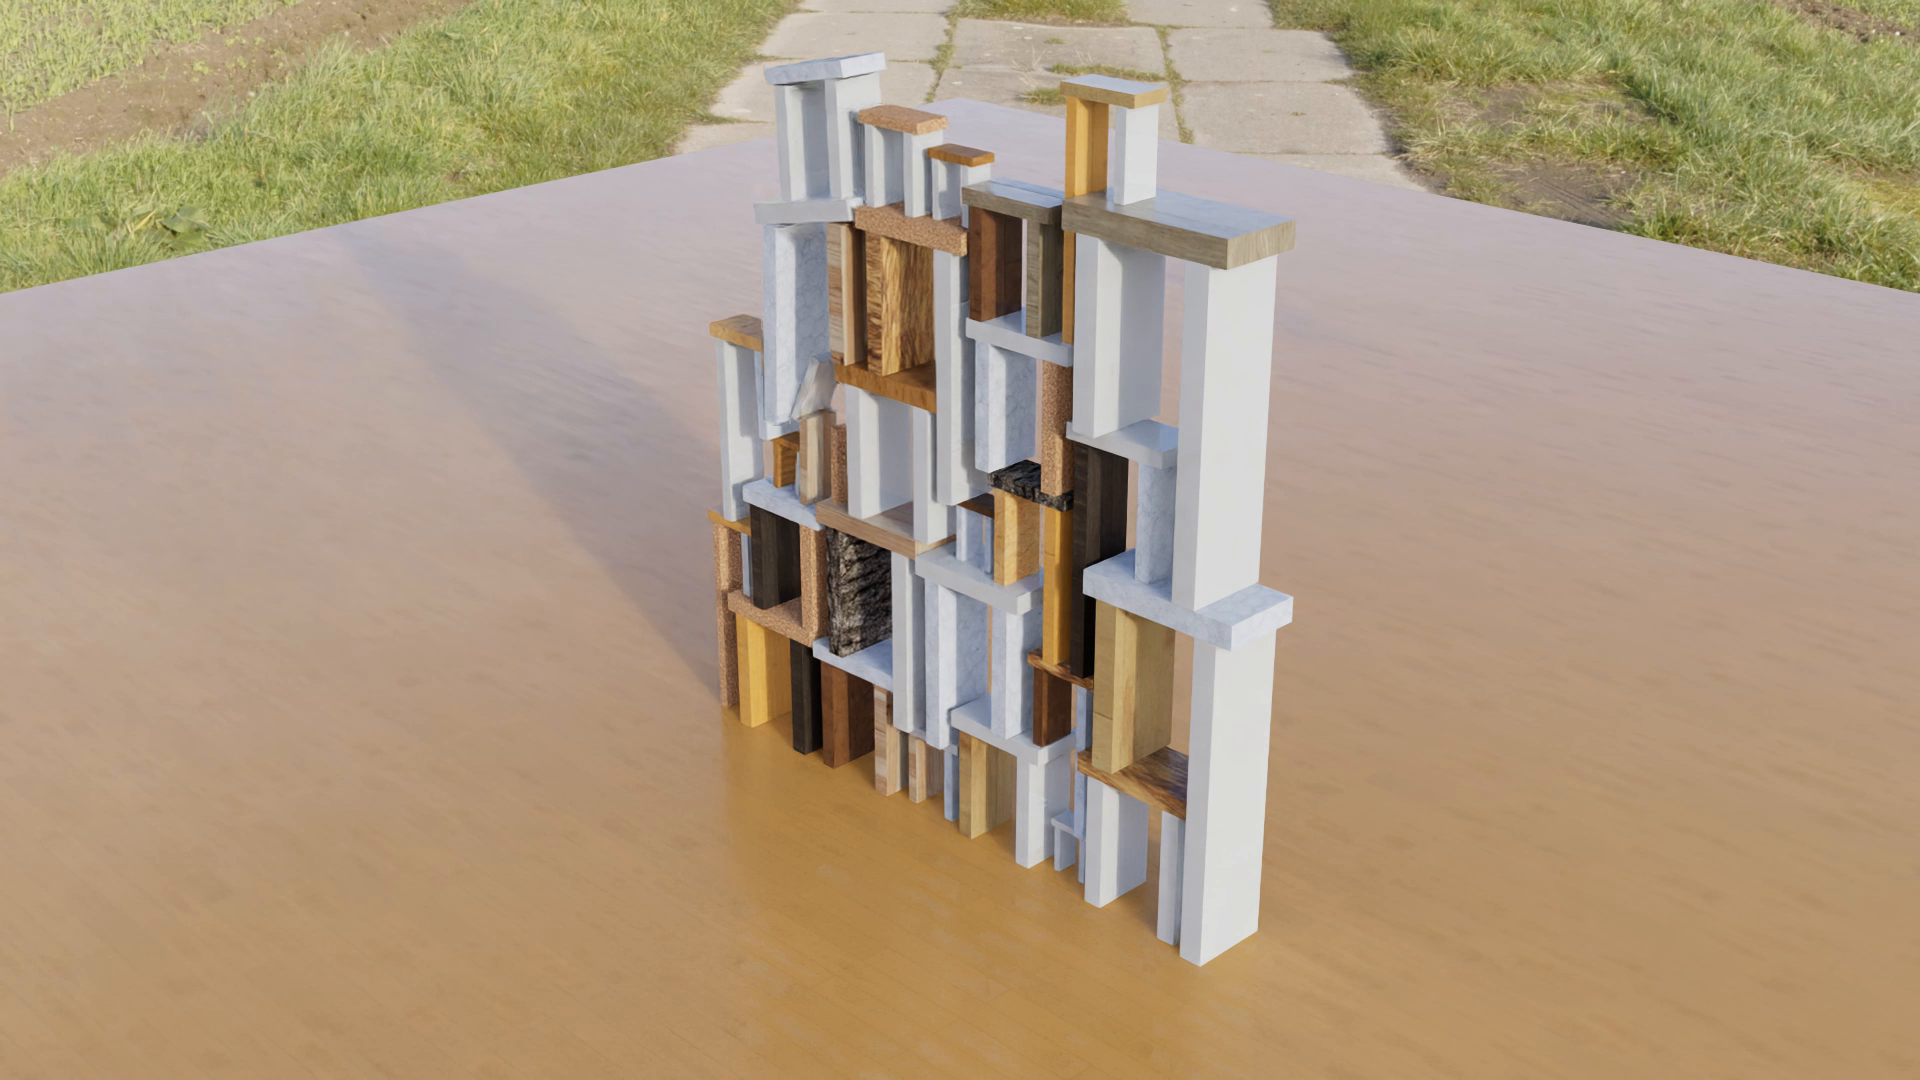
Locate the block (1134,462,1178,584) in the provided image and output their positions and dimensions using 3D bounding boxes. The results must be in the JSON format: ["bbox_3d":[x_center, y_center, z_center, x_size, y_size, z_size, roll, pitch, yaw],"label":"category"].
[{"bbox_3d":[0.355,-0.043,3.821,0.031,0.220,0.110,21,31,41],"label":"block"}]

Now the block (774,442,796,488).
[{"bbox_3d":[-0.363,-0.162,4.559,0.050,0.100,0.014,-21,33,-40],"label":"block"}]

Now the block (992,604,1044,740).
[{"bbox_3d":[0.121,0.233,4.186,0.038,0.269,0.135,21,31,41],"label":"block"}]

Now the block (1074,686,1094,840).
[{"bbox_3d":[0.252,0.405,4.117,0.081,0.320,0.023,-21,31,-41],"label":"block"}]

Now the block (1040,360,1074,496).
[{"bbox_3d":[0.201,-0.213,3.922,0.124,0.248,0.035,-21,31,-40],"label":"block"}]

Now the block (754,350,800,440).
[{"bbox_3d":[-0.371,-0.305,4.494,0.093,0.186,0.026,-21,29,-41],"label":"block"}]

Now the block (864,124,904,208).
[{"bbox_3d":[-0.140,-0.697,4.063,0.022,0.154,0.077,20,30,40],"label":"block"}]

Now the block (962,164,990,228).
[{"bbox_3d":[0.029,-0.619,3.931,0.016,0.113,0.056,21,31,40],"label":"block"}]

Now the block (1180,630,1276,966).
[{"bbox_3d":[0.474,0.443,3.897,0.047,0.640,0.167,21,31,41],"label":"block"}]

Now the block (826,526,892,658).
[{"bbox_3d":[-0.204,0.085,4.485,0.040,0.283,0.142,21,31,40],"label":"block"}]

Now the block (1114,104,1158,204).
[{"bbox_3d":[0.291,-0.643,3.638,0.023,0.162,0.081,21,31,41],"label":"block"}]

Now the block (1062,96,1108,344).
[{"bbox_3d":[0.214,-0.550,3.759,0.081,0.428,0.023,-21,31,-40],"label":"block"}]

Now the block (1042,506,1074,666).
[{"bbox_3d":[0.196,0.072,4.035,0.027,0.311,0.095,21,31,41],"label":"block"}]

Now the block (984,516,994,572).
[{"bbox_3d":[0.071,0.000,4.148,0.016,0.112,0.056,21,31,40],"label":"block"}]

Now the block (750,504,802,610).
[{"bbox_3d":[-0.384,0.020,4.643,0.033,0.234,0.117,21,31,41],"label":"block"}]

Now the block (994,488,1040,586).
[{"bbox_3d":[0.107,-0.018,4.094,0.027,0.190,0.095,21,31,40],"label":"block"}]

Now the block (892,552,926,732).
[{"bbox_3d":[-0.070,0.184,4.382,0.040,0.385,0.142,21,31,40],"label":"block"}]

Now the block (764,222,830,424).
[{"bbox_3d":[-0.325,-0.441,4.382,0.138,0.408,0.039,-21,34,-39],"label":"block"}]

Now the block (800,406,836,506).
[{"bbox_3d":[-0.288,-0.169,4.459,0.078,0.191,0.022,-21,33,-41],"label":"block"}]

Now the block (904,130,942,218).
[{"bbox_3d":[-0.066,-0.670,3.998,0.022,0.154,0.077,21,31,40],"label":"block"}]

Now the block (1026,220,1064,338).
[{"bbox_3d":[0.162,-0.465,3.842,0.104,0.208,0.029,-21,31,-40],"label":"block"}]

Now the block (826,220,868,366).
[{"bbox_3d":[-0.187,-0.484,4.209,0.039,0.275,0.138,21,31,40],"label":"block"}]

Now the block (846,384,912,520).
[{"bbox_3d":[-0.159,-0.190,4.317,0.039,0.273,0.136,21,31,40],"label":"block"}]

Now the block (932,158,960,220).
[{"bbox_3d":[-0.025,-0.639,3.979,0.016,0.113,0.056,21,31,40],"label":"block"}]

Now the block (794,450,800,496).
[{"bbox_3d":[-0.314,-0.142,4.513,0.050,0.100,0.014,-21,37,-41],"label":"block"}]

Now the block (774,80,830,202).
[{"bbox_3d":[-0.297,-0.767,4.206,0.031,0.219,0.109,19,29,42],"label":"block"}]

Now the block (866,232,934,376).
[{"bbox_3d":[-0.113,-0.459,4.152,0.039,0.275,0.138,21,31,40],"label":"block"}]

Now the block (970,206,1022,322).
[{"bbox_3d":[0.064,-0.503,3.932,0.104,0.208,0.029,-21,31,-40],"label":"block"}]

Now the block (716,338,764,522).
[{"bbox_3d":[-0.460,-0.240,4.619,0.093,0.403,0.026,-21,31,-41],"label":"block"}]

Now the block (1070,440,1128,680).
[{"bbox_3d":[0.251,0.025,3.963,0.110,0.455,0.031,-21,31,-41],"label":"block"}]

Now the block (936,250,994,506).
[{"bbox_3d":[0.019,-0.312,4.076,0.039,0.487,0.138,21,31,40],"label":"block"}]

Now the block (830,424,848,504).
[{"bbox_3d":[-0.219,-0.157,4.388,0.078,0.157,0.022,-18,29,-36],"label":"block"}]

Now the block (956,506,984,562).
[{"bbox_3d":[0.018,-0.020,4.197,0.016,0.113,0.056,22,31,40],"label":"block"}]

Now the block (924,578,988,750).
[{"bbox_3d":[-0.006,0.225,4.320,0.038,0.358,0.135,21,31,40],"label":"block"}]

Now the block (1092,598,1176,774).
[{"bbox_3d":[0.316,0.241,3.982,0.047,0.334,0.167,21,31,41],"label":"block"}]

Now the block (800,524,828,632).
[{"bbox_3d":[-0.273,0.063,4.542,0.117,0.234,0.033,-21,31,-41],"label":"block"}]

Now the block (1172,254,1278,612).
[{"bbox_3d":[0.440,-0.187,3.671,0.050,0.603,0.176,21,31,41],"label":"block"}]

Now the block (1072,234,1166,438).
[{"bbox_3d":[0.274,-0.367,3.774,0.176,0.352,0.050,-21,31,-41],"label":"block"}]

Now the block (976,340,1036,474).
[{"bbox_3d":[0.084,-0.259,4.030,0.124,0.248,0.035,-21,31,-40],"label":"block"}]

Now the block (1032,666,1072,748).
[{"bbox_3d":[0.175,0.303,4.157,0.023,0.163,0.081,21,31,41],"label":"block"}]

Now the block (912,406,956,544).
[{"bbox_3d":[-0.027,-0.141,4.201,0.039,0.273,0.136,21,31,39],"label":"block"}]

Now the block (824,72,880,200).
[{"bbox_3d":[-0.196,-0.755,4.101,0.031,0.219,0.109,19,29,42],"label":"block"}]
